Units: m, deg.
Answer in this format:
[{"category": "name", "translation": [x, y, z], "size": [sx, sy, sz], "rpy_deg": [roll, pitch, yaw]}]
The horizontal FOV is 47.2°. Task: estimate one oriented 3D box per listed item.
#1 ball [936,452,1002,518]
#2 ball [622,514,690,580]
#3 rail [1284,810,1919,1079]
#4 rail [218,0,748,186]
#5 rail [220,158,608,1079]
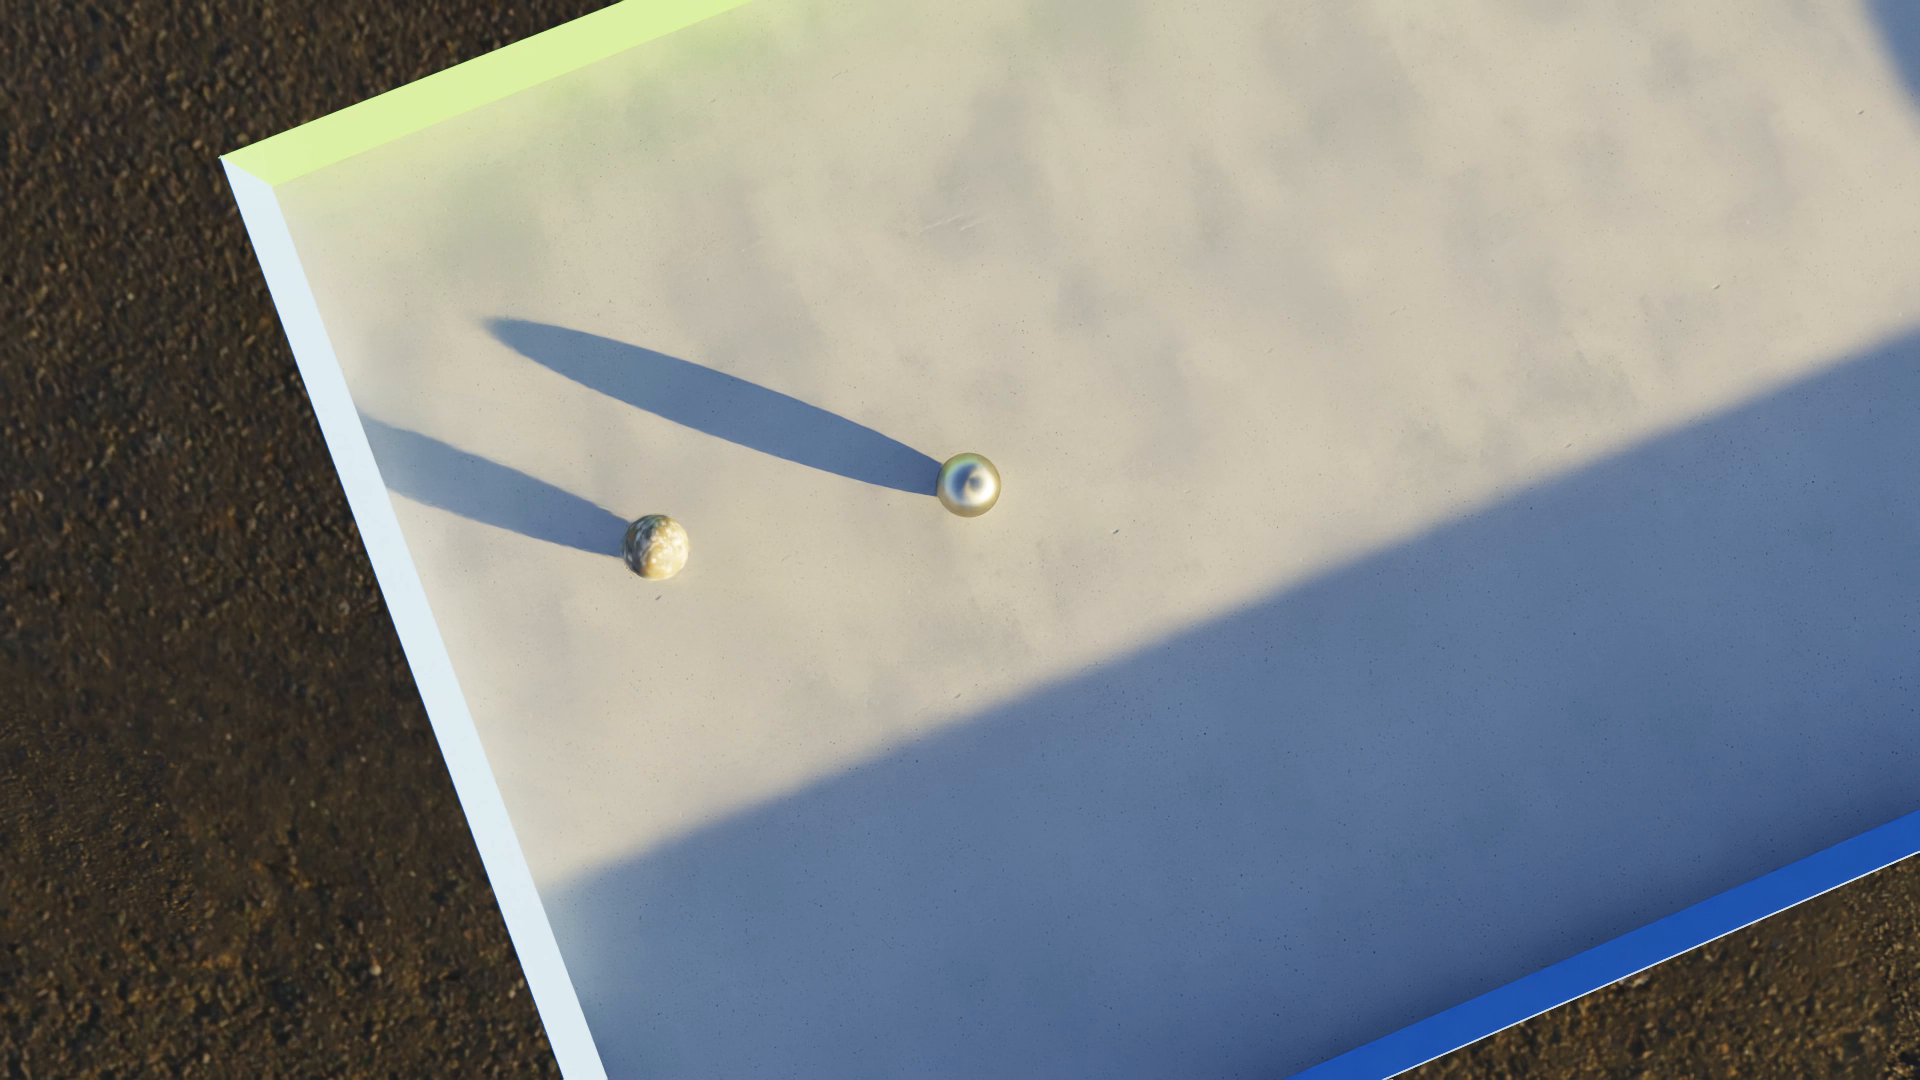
[{"category": "ball", "translation": [0.013, -0.082, 3.272], "size": [0.097, 0.097, 0.097], "rpy_deg": [0, 81, 0]}, {"category": "ball", "translation": [-0.451, 0.011, 3.256], "size": [0.099, 0.099, 0.099], "rpy_deg": [0, 81, 0]}, {"category": "rail", "translation": [1.092, 0.534, 3.159], "size": [3.219, 0.128, 0.045], "rpy_deg": [-22, 82, -3]}, {"category": "rail", "translation": [0.397, -1.142, 3.420], "size": [3.219, 0.128, 0.045], "rpy_deg": [-22, 82, -3]}, {"category": "rail", "translation": [-0.723, 0.290, 3.197], "size": [0.045, 0.128, 1.880], "rpy_deg": [-22, 82, -3]}]
